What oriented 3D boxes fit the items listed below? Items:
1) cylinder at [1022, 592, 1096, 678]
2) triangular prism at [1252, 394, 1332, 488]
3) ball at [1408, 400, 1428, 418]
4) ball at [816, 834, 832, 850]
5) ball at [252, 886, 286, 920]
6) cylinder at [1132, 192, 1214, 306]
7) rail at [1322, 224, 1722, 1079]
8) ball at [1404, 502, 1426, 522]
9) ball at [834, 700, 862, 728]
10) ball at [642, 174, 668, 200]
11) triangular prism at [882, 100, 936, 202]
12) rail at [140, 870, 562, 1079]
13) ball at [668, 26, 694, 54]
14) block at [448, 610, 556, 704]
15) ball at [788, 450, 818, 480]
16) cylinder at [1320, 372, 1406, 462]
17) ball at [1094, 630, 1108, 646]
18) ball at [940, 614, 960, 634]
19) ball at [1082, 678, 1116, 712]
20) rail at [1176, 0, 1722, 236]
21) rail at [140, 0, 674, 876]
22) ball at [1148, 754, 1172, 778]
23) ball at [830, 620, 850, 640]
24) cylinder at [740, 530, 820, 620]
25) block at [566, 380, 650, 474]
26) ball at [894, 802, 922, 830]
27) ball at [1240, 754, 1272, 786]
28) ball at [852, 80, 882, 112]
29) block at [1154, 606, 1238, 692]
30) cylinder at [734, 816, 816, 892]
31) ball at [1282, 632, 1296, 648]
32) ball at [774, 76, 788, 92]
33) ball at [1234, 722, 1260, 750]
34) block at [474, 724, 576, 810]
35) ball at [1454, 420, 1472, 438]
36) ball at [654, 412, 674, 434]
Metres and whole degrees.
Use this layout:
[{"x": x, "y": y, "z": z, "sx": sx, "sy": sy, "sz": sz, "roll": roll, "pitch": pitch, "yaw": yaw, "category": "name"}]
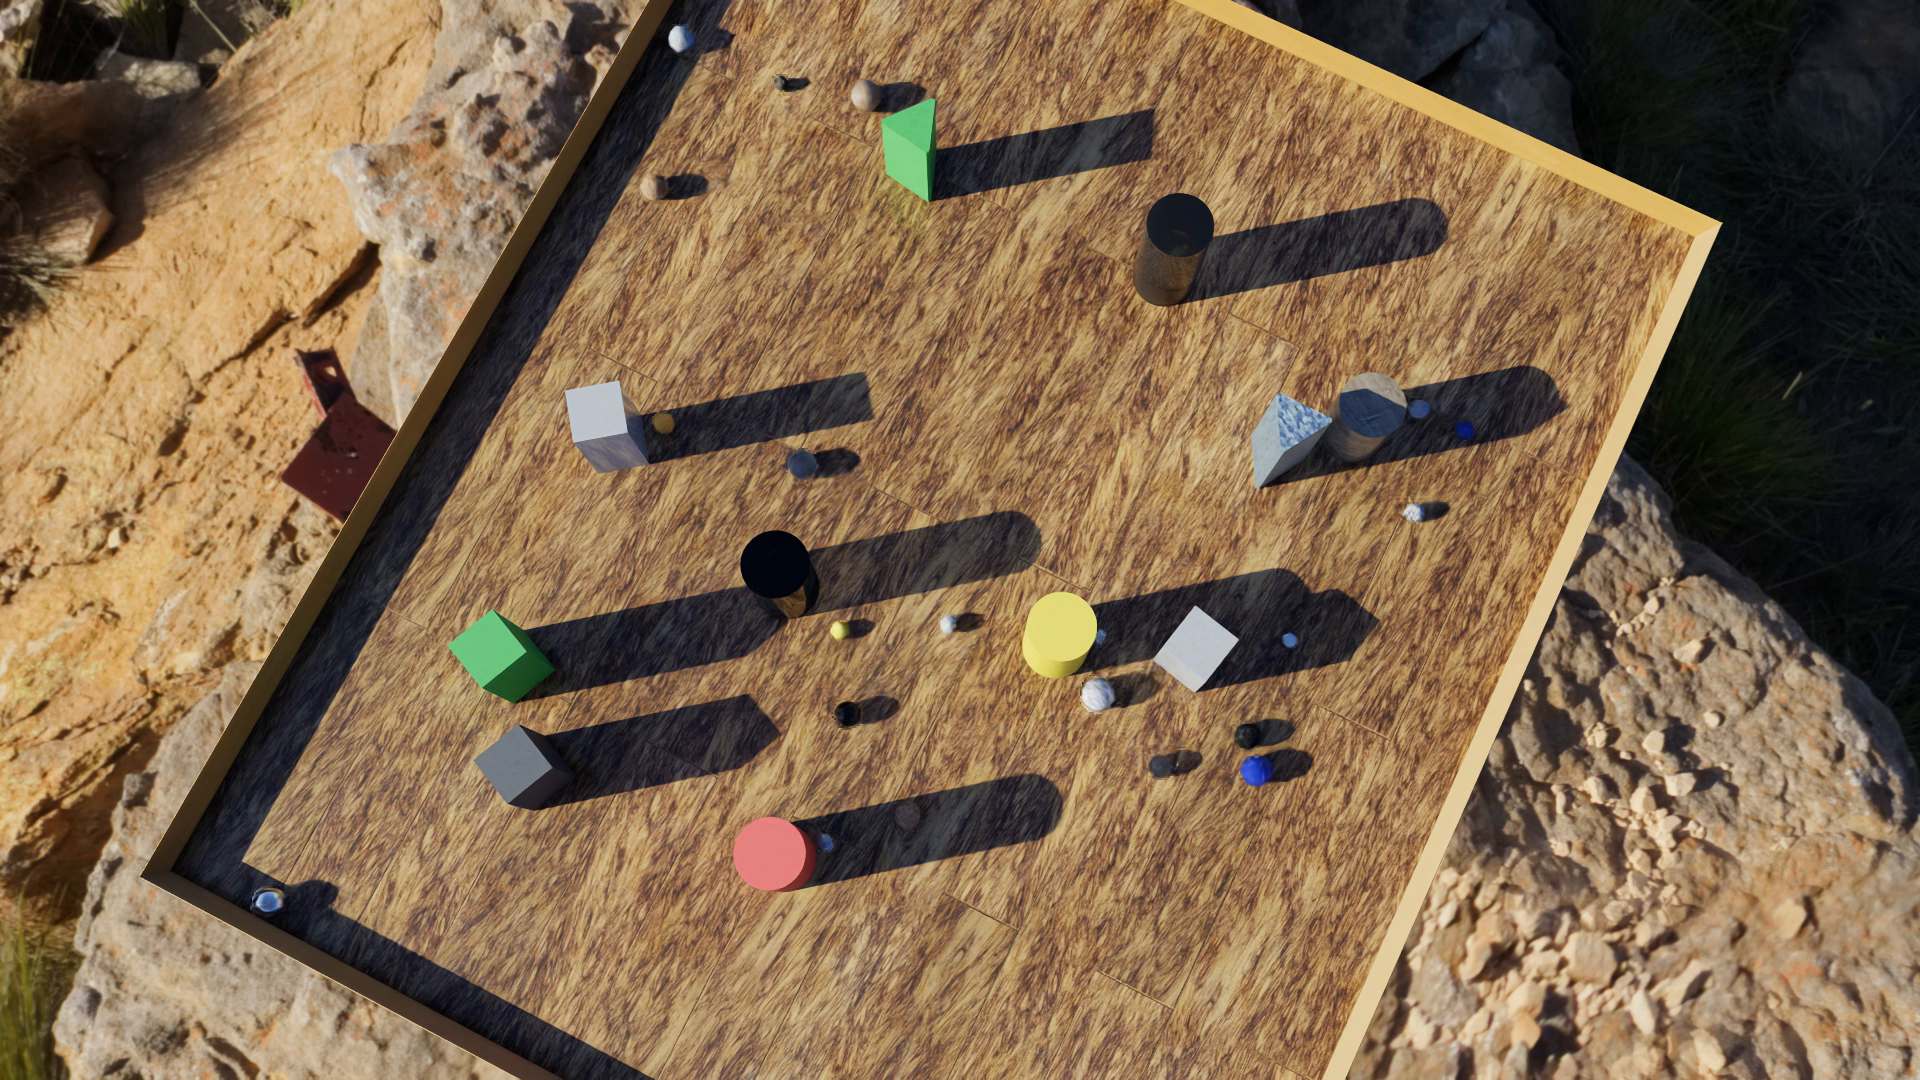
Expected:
[{"x": 0.288, "y": 0.282, "z": 5.368, "sx": 0.199, "sy": 0.372, "sz": 0.199, "roll": 0, "pitch": 78, "yaw": 0, "category": "cylinder"}, {"x": 0.947, "y": -0.312, "z": 5.447, "sx": 0.172, "sy": 0.459, "sz": 0.149, "roll": -32, "pitch": 80, "yaw": -6, "category": "triangular prism"}, {"x": 1.419, "y": -0.404, "z": 5.670, "sx": 0.059, "sy": 0.059, "sz": 0.059, "roll": 0, "pitch": 78, "yaw": 0, "category": "ball"}, {"x": -0.400, "y": 0.890, "z": 5.408, "sx": 0.048, "sy": 0.048, "sz": 0.048, "roll": 0, "pitch": 78, "yaw": 0, "category": "ball"}, {"x": -2.015, "y": 1.061, "z": 5.349, "sx": 0.095, "sy": 0.095, "sz": 0.095, "roll": 0, "pitch": 78, "yaw": 0, "category": "ball"}, {"x": 0.644, "y": -0.876, "z": 5.572, "sx": 0.199, "sy": 0.442, "sz": 0.199, "roll": 0, "pitch": 78, "yaw": 0, "category": "cylinder"}, {"x": 1.473, "y": 0.728, "z": 5.399, "sx": 0.045, "sy": 0.129, "sz": 3.905, "roll": 26, "pitch": 80, "yaw": 5, "category": "rail"}, {"x": 1.391, "y": -0.084, "z": 5.603, "sx": 0.061, "sy": 0.061, "sz": 0.061, "roll": 0, "pitch": 78, "yaw": 0, "category": "ball"}, {"x": -0.334, "y": 0.519, "z": 5.469, "sx": 0.079, "sy": 0.079, "sz": 0.079, "roll": 0, "pitch": 78, "yaw": 0, "category": "ball"}, {"x": -0.967, "y": -1.118, "z": 5.805, "sx": 0.085, "sy": 0.085, "sz": 0.085, "roll": 0, "pitch": 78, "yaw": 0, "category": "ball"}, {"x": -0.122, "y": -1.225, "z": 5.674, "sx": 0.172, "sy": 0.385, "sz": 0.149, "roll": 35, "pitch": 80, "yaw": 7, "category": "triangular prism"}, {"x": -0.863, "y": 1.696, "z": 5.198, "sx": 3.342, "sy": 0.129, "sz": 0.045, "roll": 26, "pitch": 80, "yaw": 5, "category": "rail"}, {"x": -0.899, "y": -1.614, "z": 5.907, "sx": 0.085, "sy": 0.085, "sz": 0.085, "roll": 0, "pitch": 78, "yaw": 0, "category": "ball"}, {"x": -1.333, "y": 0.344, "z": 5.350, "sx": 0.159, "sy": 0.382, "sz": 0.159, "roll": -40, "pitch": 81, "yaw": -8, "category": "block"}, {"x": -0.481, "y": -0.229, "z": 5.619, "sx": 0.089, "sy": 0.089, "sz": 0.089, "roll": 0, "pitch": 78, "yaw": 0, "category": "ball"}, {"x": 1.215, "y": -0.367, "z": 5.538, "sx": 0.199, "sy": 0.303, "sz": 0.199, "roll": 0, "pitch": 78, "yaw": 0, "category": "cylinder"}, {"x": 0.420, "y": 0.295, "z": 5.531, "sx": 0.047, "sy": 0.047, "sz": 0.047, "roll": 0, "pitch": 78, "yaw": 0, "category": "ball"}, {"x": -0.031, "y": 0.255, "z": 5.534, "sx": 0.058, "sy": 0.058, "sz": 0.058, "roll": 0, "pitch": 78, "yaw": 0, "category": "ball"}, {"x": 0.413, "y": 0.461, "z": 5.471, "sx": 0.099, "sy": 0.099, "sz": 0.099, "roll": 0, "pitch": 78, "yaw": 0, "category": "ball"}, {"x": 0.863, "y": -1.683, "z": 5.898, "sx": 3.342, "sy": 0.129, "sz": 0.045, "roll": 26, "pitch": 80, "yaw": 5, "category": "rail"}, {"x": -1.473, "y": -0.715, "z": 5.698, "sx": 0.045, "sy": 0.129, "sz": 3.905, "roll": 26, "pitch": 80, "yaw": 5, "category": "rail"}, {"x": 0.593, "y": 0.672, "z": 5.441, "sx": 0.071, "sy": 0.071, "sz": 0.071, "roll": 0, "pitch": 78, "yaw": 0, "category": "ball"}, {"x": -0.362, "y": 0.272, "z": 5.532, "sx": 0.056, "sy": 0.056, "sz": 0.056, "roll": 0, "pitch": 78, "yaw": 0, "category": "ball"}, {"x": -0.527, "y": 0.107, "z": 5.405, "sx": 0.199, "sy": 0.372, "sz": 0.199, "roll": 0, "pitch": 78, "yaw": 0, "category": "cylinder"}, {"x": -1.053, "y": -0.334, "z": 5.492, "sx": 0.159, "sy": 0.380, "sz": 0.159, "roll": -11, "pitch": 79, "yaw": -2, "category": "block"}, {"x": -0.155, "y": 0.815, "z": 5.407, "sx": 0.080, "sy": 0.080, "sz": 0.080, "roll": 0, "pitch": 78, "yaw": 0, "category": "ball"}, {"x": 0.879, "y": 0.683, "z": 5.427, "sx": 0.094, "sy": 0.094, "sz": 0.094, "roll": 0, "pitch": 78, "yaw": 0, "category": "ball"}, {"x": -0.300, "y": -1.421, "z": 5.861, "sx": 0.097, "sy": 0.097, "sz": 0.097, "roll": 0, "pitch": 78, "yaw": 0, "category": "ball"}, {"x": 0.695, "y": 0.325, "z": 5.418, "sx": 0.159, "sy": 0.257, "sz": 0.159, "roll": 38, "pitch": 81, "yaw": 7, "category": "block"}, {"x": -0.523, "y": 0.901, "z": 5.226, "sx": 0.199, "sy": 0.400, "sz": 0.199, "roll": 0, "pitch": 78, "yaw": 0, "category": "cylinder"}, {"x": 0.994, "y": 0.302, "z": 5.532, "sx": 0.044, "sy": 0.044, "sz": 0.044, "roll": 0, "pitch": 78, "yaw": 0, "category": "ball"}, {"x": -0.575, "y": -1.469, "z": 5.897, "sx": 0.047, "sy": 0.047, "sz": 0.047, "roll": 0, "pitch": 78, "yaw": 0, "category": "ball"}, {"x": 0.854, "y": 0.584, "z": 5.455, "sx": 0.079, "sy": 0.079, "sz": 0.079, "roll": 0, "pitch": 78, "yaw": 0, "category": "ball"}, {"x": -1.256, "y": 0.662, "z": 5.309, "sx": 0.159, "sy": 0.333, "sz": 0.159, "roll": -39, "pitch": 81, "yaw": -7, "category": "block"}, {"x": 1.556, "y": -0.342, "z": 5.660, "sx": 0.053, "sy": 0.053, "sz": 0.053, "roll": 0, "pitch": 78, "yaw": 0, "category": "ball"}, {"x": -0.913, "y": -0.360, "z": 5.658, "sx": 0.065, "sy": 0.065, "sz": 0.065, "roll": 0, "pitch": 78, "yaw": 0, "category": "ball"}]
